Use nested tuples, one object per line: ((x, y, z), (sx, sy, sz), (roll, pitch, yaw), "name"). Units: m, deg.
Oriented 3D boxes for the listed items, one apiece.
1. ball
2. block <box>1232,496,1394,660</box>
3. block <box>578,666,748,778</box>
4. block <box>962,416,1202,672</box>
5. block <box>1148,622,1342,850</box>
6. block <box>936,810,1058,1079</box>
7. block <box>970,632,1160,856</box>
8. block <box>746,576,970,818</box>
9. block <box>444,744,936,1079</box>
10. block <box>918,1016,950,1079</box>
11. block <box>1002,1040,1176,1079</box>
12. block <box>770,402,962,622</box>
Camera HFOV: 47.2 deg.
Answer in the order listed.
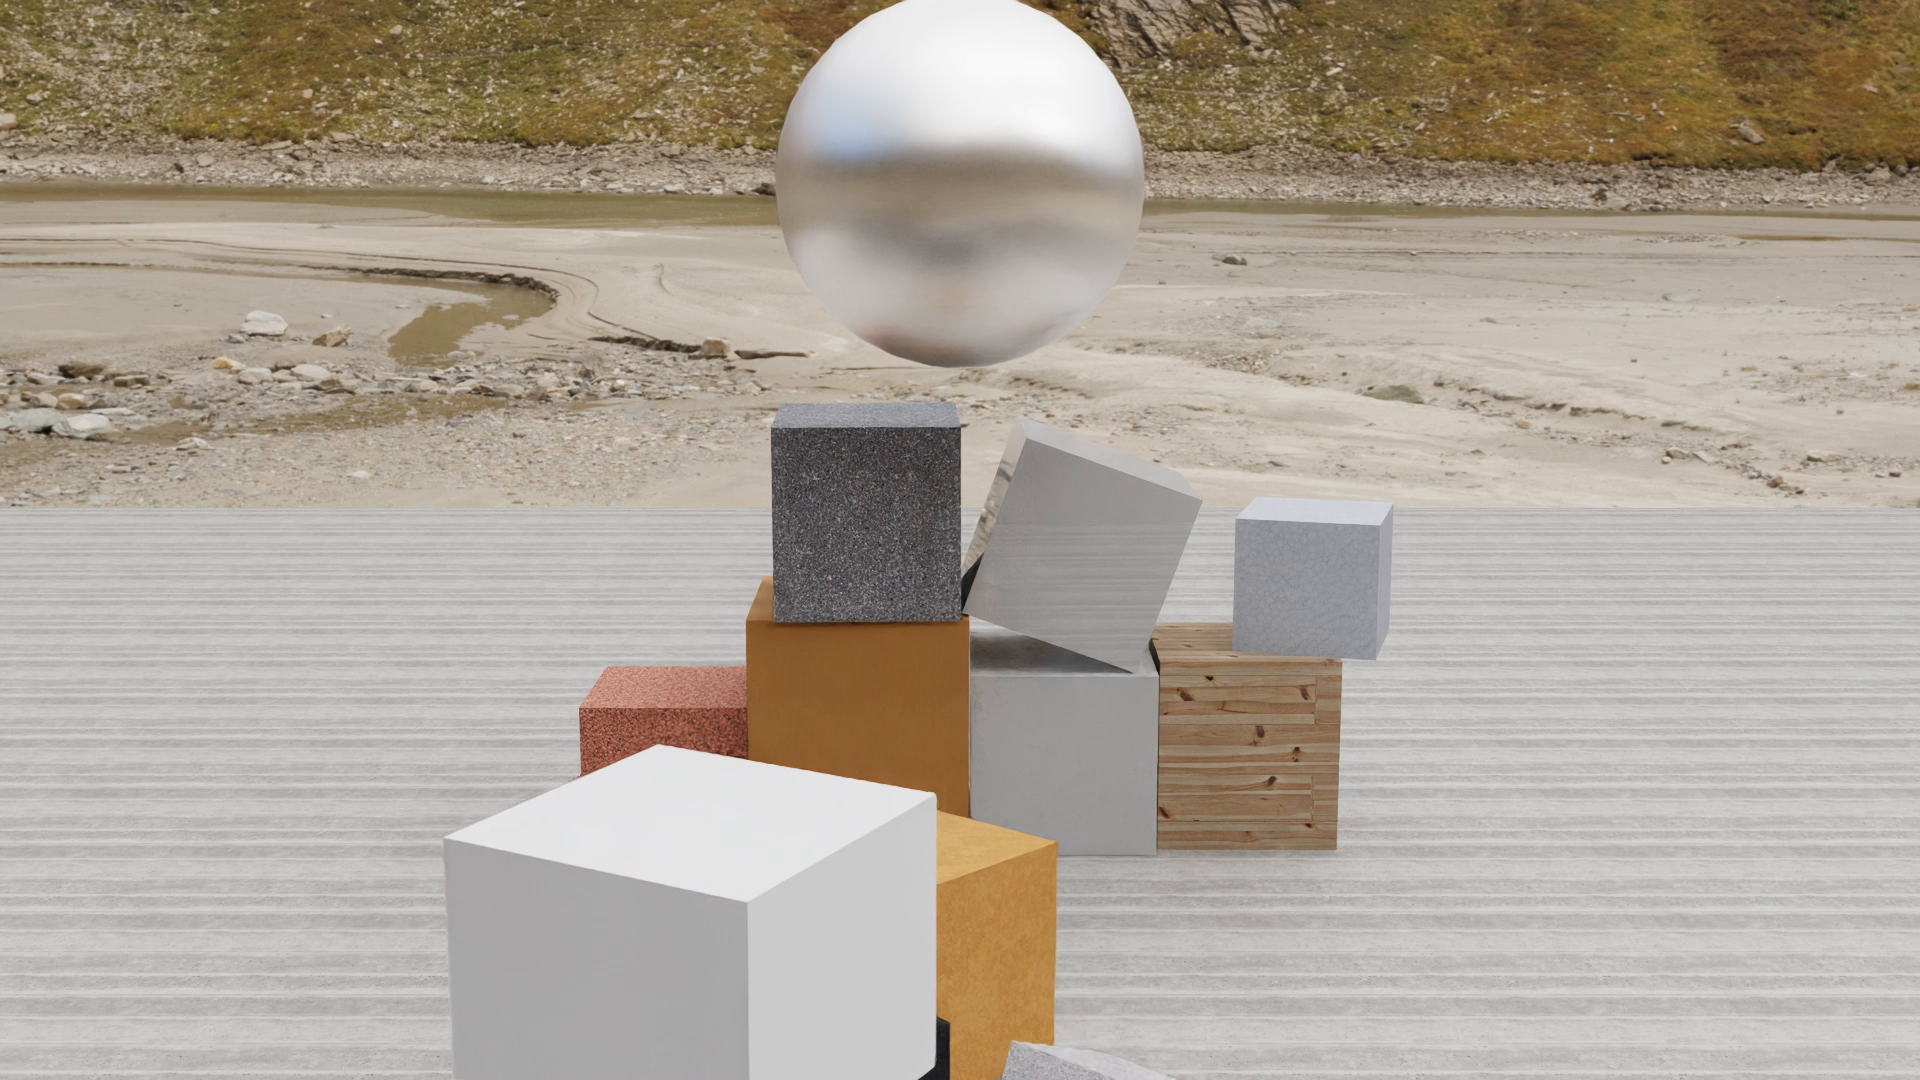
((0.000, -1.546, 9.509), (1.600, 1.600, 1.600), (0, 10, 0), "ball")
((1.812, 0.183, 11.250), (0.714, 0.679, 0.711), (3, 11, 16), "block")
((-1.470, 1.115, 11.369), (0.829, 0.738, 0.876), (0, 10, 0), "block")
((0.585, 0.001, 11.172), (0.914, 0.917, 0.909), (19, 9, -5), "block")
((1.441, 0.997, 11.379), (0.899, 0.968, 0.895), (0, 10, 0), "block")
((-0.182, 1.574, 8.498), (0.821, 0.851, 0.738), (9, 13, 40), "block")
((0.513, 1.029, 11.352), (0.924, 0.914, 1.010), (0, 10, 0), "block")
((-0.502, 0.885, 11.325), (1.086, 1.206, 1.104), (0, 10, 0), "block")
((-0.700, 1.127, 5.943), (0.935, 0.806, 0.938), (7, 13, 27), "block")
((-0.705, 1.874, 6.680), (0.939, 0.923, 0.980), (-9, 13, -39), "block")
((0.447, 1.928, 6.755), (0.547, 0.592, 0.559), (11, -8, 37), "block")
((-0.463, -0.160, 11.049), (0.906, 0.948, 0.999), (0, 10, -2), "block")
